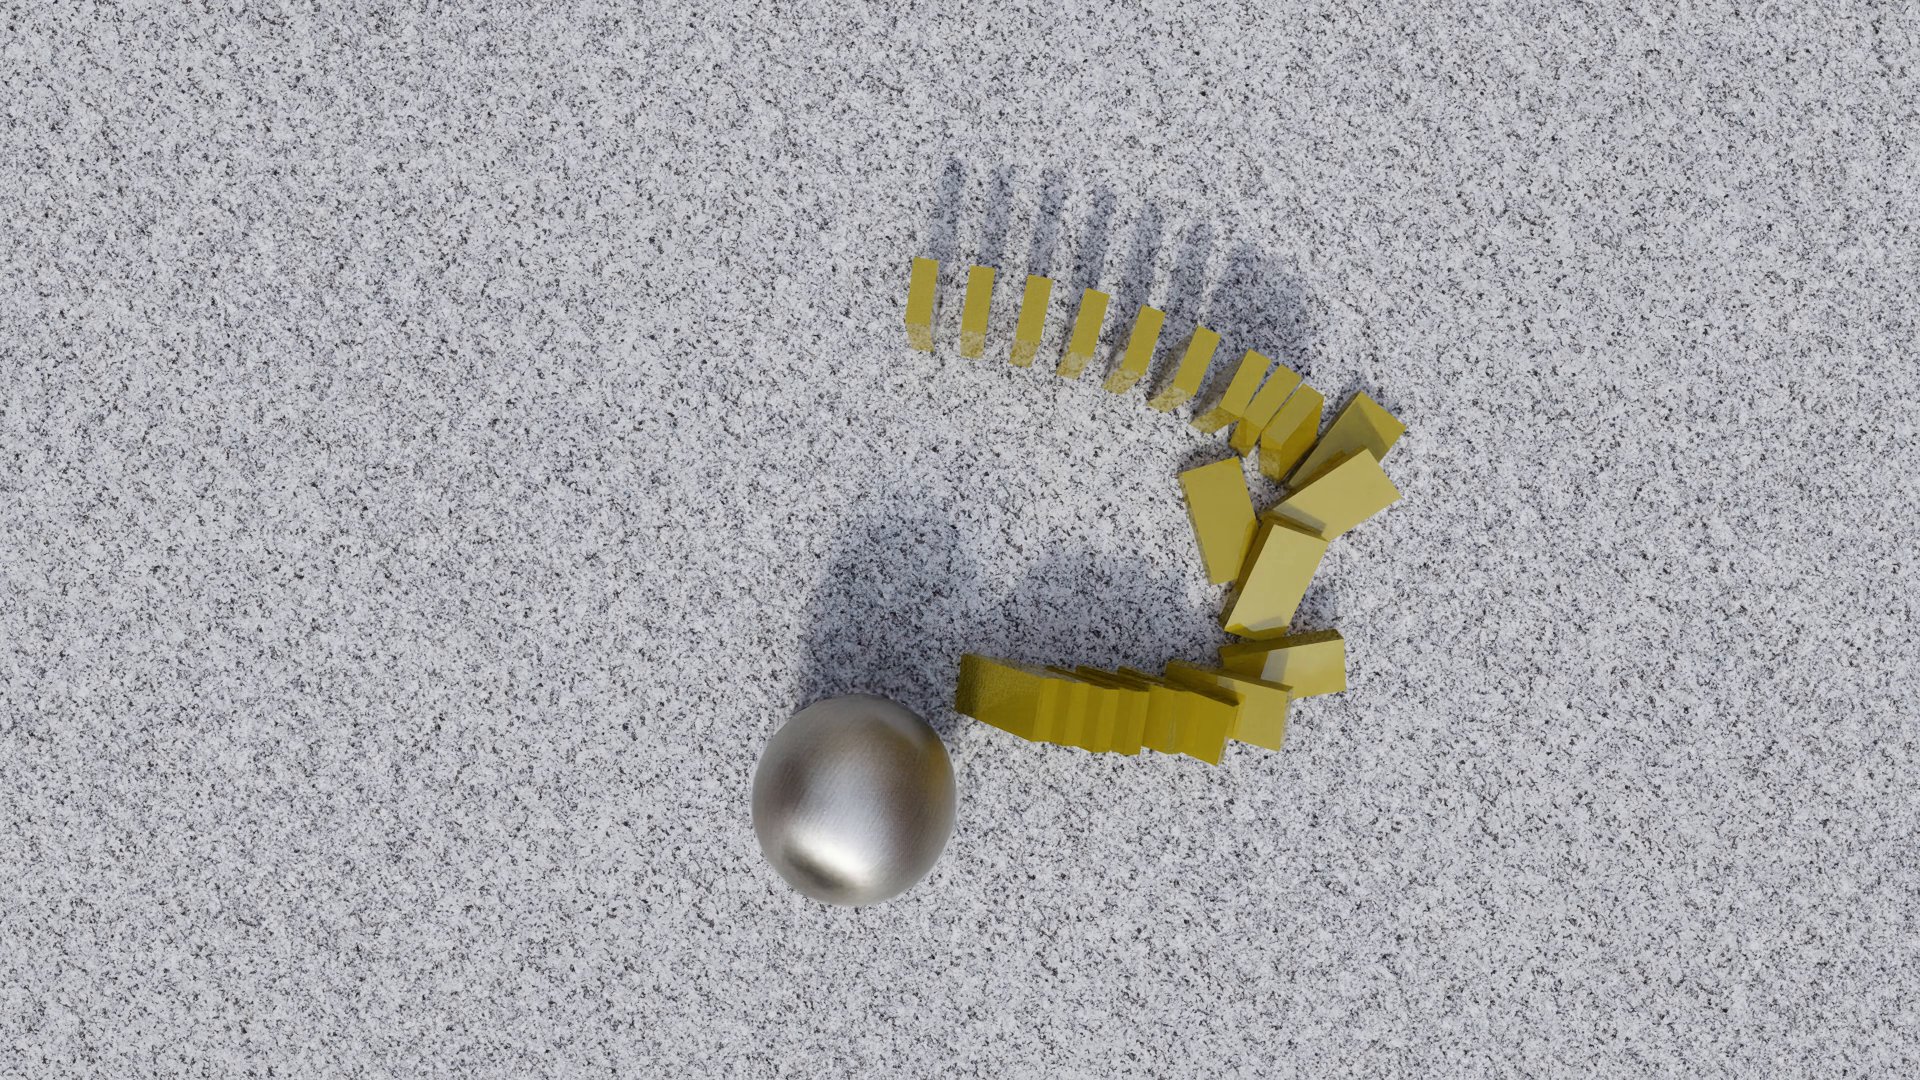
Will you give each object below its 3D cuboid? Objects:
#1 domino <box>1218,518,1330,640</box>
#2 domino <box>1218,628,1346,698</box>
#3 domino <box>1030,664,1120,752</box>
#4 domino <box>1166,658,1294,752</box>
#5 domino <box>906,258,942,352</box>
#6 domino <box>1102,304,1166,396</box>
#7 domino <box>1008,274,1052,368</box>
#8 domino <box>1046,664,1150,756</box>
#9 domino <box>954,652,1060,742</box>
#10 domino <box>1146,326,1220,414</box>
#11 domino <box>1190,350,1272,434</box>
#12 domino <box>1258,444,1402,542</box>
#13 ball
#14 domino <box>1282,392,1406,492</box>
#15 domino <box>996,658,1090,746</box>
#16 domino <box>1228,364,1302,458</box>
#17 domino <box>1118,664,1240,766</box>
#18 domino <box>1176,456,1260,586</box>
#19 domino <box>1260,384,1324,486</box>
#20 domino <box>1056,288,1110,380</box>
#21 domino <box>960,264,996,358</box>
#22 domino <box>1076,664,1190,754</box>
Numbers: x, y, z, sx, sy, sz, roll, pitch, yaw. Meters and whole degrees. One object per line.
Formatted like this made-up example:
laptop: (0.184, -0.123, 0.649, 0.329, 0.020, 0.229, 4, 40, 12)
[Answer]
domino: (0.132, 0.018, 0.386, 0.025, 0.010, 0.050, 17, 109, -7)
domino: (0.137, 0.055, 0.390, 0.050, 0.010, 0.025, -10, 111, 4)
domino: (0.042, 0.068, 0.377, 0.009, 0.050, 0.025, 9, 90, -38)
domino: (0.110, 0.068, 0.381, 0.050, 0.009, 0.025, 11, 102, 32)
domino: (-0.015, -0.095, 0.375, 0.010, 0.050, 0.025, 8, 90, 0)
domino: (0.070, -0.077, 0.375, 0.010, 0.050, 0.025, 19, 90, 0)
domino: (0.028, -0.088, 0.375, 0.010, 0.050, 0.025, 12, 90, 0)
domino: (0.054, 0.069, 0.377, 0.010, 0.050, 0.025, 9, 90, -38)
domino: (0.018, 0.064, 0.377, 0.009, 0.050, 0.025, 9, 90, -38)
domino: (0.090, -0.069, 0.375, 0.009, 0.050, 0.025, 23, 90, 0)
domino: (0.110, -0.060, 0.375, 0.009, 0.050, 0.025, 28, 90, 2)
domino: (0.154, -0.015, 0.385, 0.050, 0.010, 0.025, -36, 95, 19)
ball: (-0.041, 0.101, 0.360, 0.080, 0.080, 0.080, 0, 90, 0)
domino: (0.165, -0.036, 0.395, 0.025, 0.010, 0.050, 38, 90, 0)
domino: (0.030, 0.066, 0.377, 0.009, 0.050, 0.025, 9, 90, -38)
domino: (0.124, -0.051, 0.375, 0.009, 0.050, 0.025, 38, 90, 13)
domino: (0.087, 0.072, 0.382, 0.050, 0.009, 0.025, 17, 96, 30)
domino: (0.113, -0.008, 0.395, 0.025, 0.010, 0.050, -16, 90, 0)
domino: (0.135, -0.042, 0.375, 0.010, 0.050, 0.025, 41, 90, 22)
domino: (0.049, -0.083, 0.375, 0.010, 0.050, 0.025, 16, 90, 0)
domino: (0.007, -0.092, 0.375, 0.009, 0.050, 0.025, 9, 90, 0)
domino: (0.069, 0.069, 0.379, 0.050, 0.009, 0.025, 9, 90, 45)
